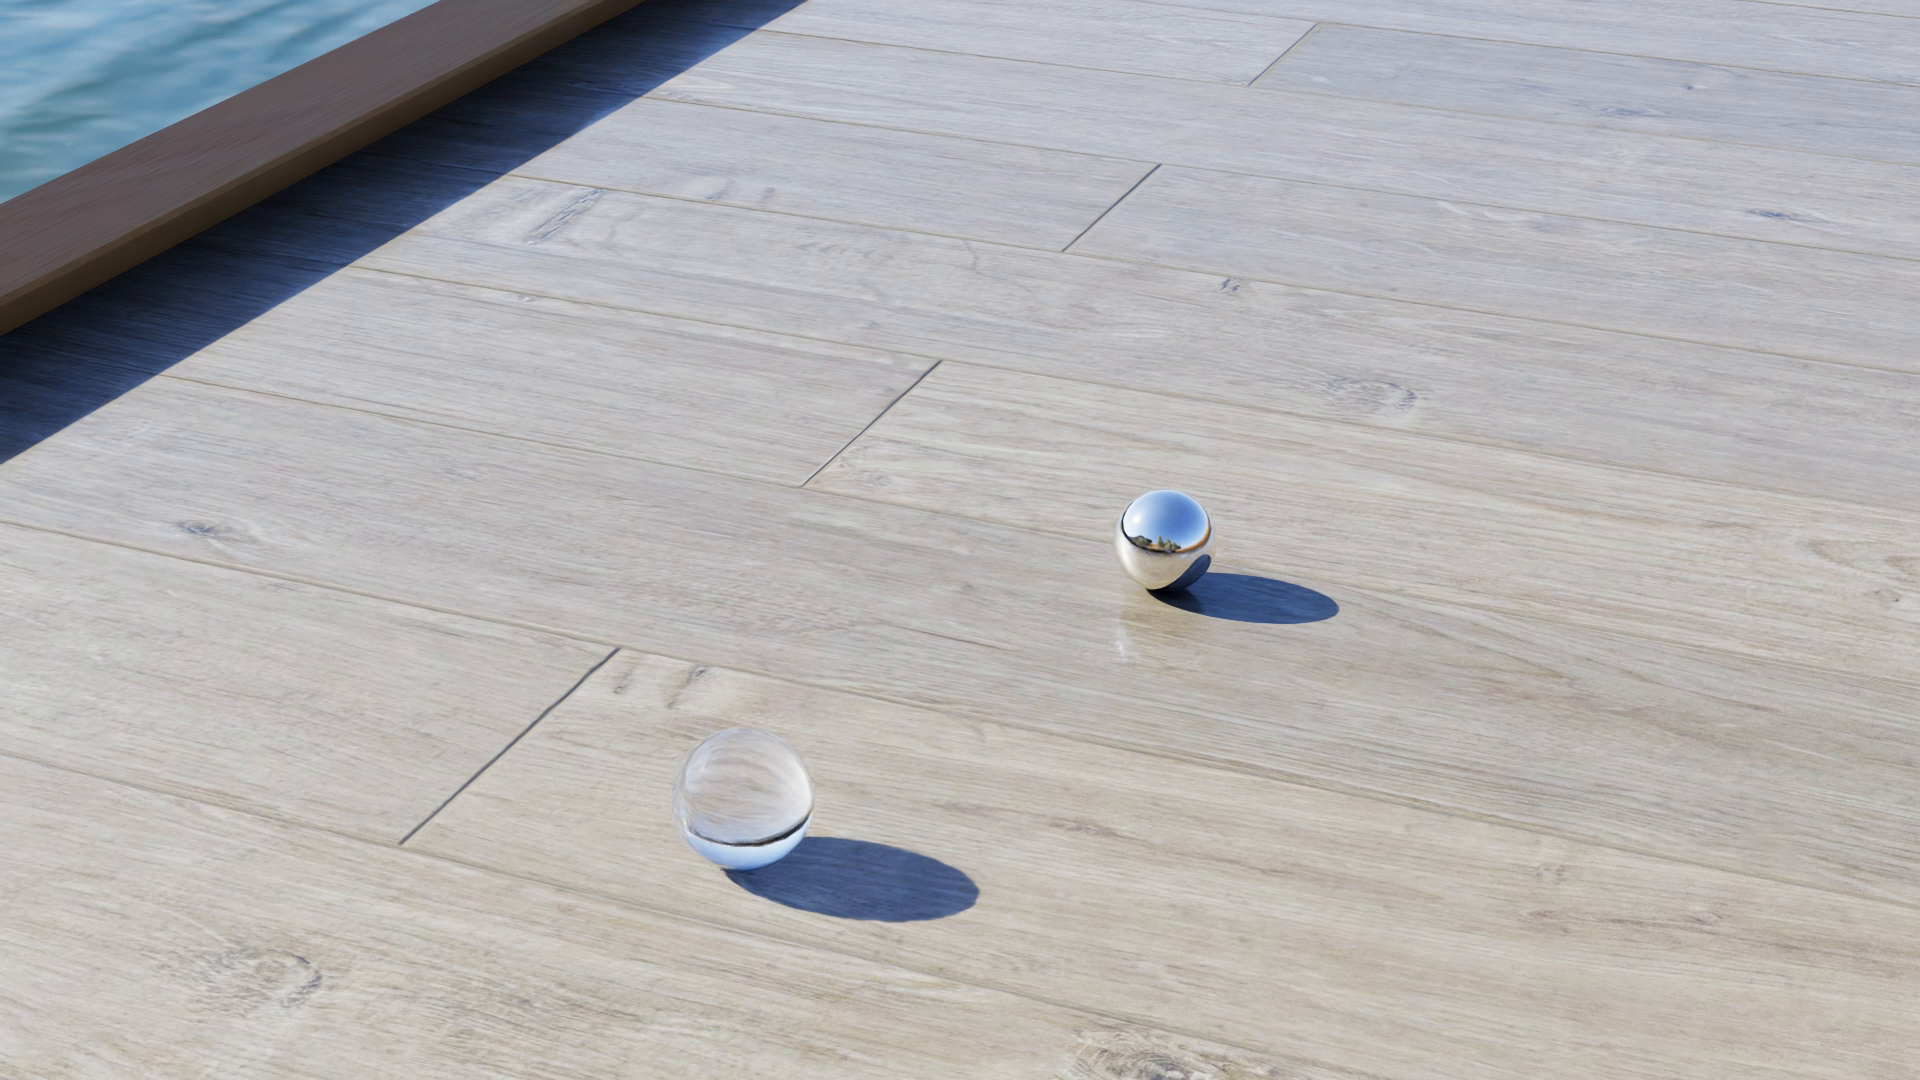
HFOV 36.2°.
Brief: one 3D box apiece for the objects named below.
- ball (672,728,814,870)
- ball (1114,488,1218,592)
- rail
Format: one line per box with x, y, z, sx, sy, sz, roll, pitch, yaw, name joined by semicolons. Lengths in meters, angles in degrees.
-0.114;0.136;1.545;0.075;0.075;0.075;0;26;0;ball
0.128;0.000;1.840;0.065;0.065;0.065;0;26;0;ball
-0.454;-0.463;2.766;0.045;0.097;3.133;10;27;20;rail
